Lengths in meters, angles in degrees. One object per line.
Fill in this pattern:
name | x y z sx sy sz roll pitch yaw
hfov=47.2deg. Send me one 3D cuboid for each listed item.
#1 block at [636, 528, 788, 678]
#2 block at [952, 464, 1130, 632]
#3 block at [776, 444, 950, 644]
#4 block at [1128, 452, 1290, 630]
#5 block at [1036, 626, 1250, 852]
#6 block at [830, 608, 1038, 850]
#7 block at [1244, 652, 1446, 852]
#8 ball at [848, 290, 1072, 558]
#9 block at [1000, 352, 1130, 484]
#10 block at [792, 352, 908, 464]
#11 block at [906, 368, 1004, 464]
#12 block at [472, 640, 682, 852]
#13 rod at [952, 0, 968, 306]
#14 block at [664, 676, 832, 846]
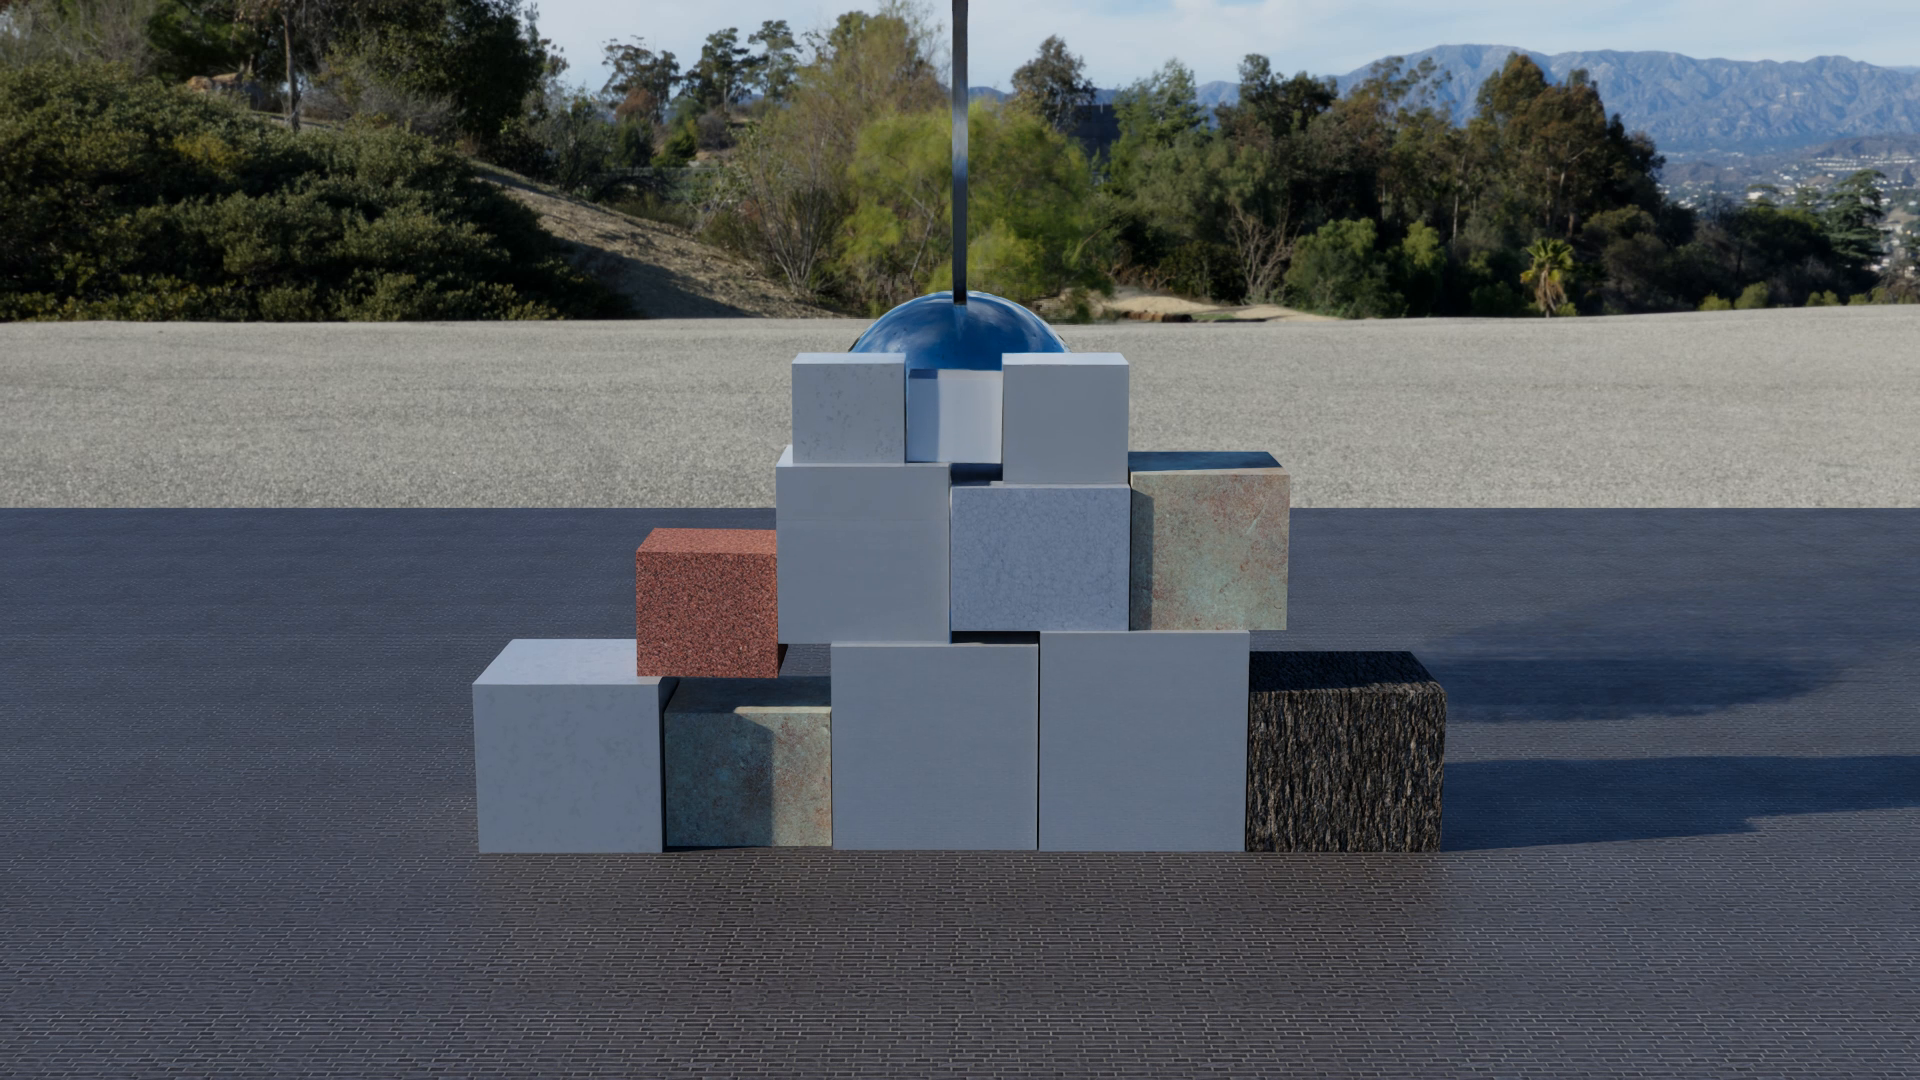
block | -1.257 0.313 11.257 0.702 0.632 0.675 1 10 0
block | 0.394 0.024 11.188 0.875 0.713 0.831 0 10 0
block | -0.477 0.008 11.201 0.847 0.887 0.782 0 10 0
block | 1.227 -0.010 11.198 0.771 0.776 0.814 0 10 0
block | 0.909 0.923 11.364 1.027 1.119 0.951 0 10 0
block | -0.126 0.959 11.367 1.023 1.045 0.892 0 10 0
block | 1.917 1.076 11.358 0.967 0.819 0.900 0 10 0
ball | 0.000 -0.691 13.163 1.600 1.600 1.600 0 10 0
block | 0.519 -0.619 11.074 0.613 0.592 0.603 0 10 0
block | -0.550 -0.670 11.074 0.552 0.493 0.549 0 10 0
block | -0.026 -0.629 11.075 0.466 0.412 0.467 1 10 0
block | -1.943 1.047 11.390 0.914 0.866 0.997 0 10 0
rod | 0.000 -3.619 11.436 0.080 5.200 0.080 0 31 0
block | -1.062 1.133 11.404 0.829 0.691 0.777 0 10 0
